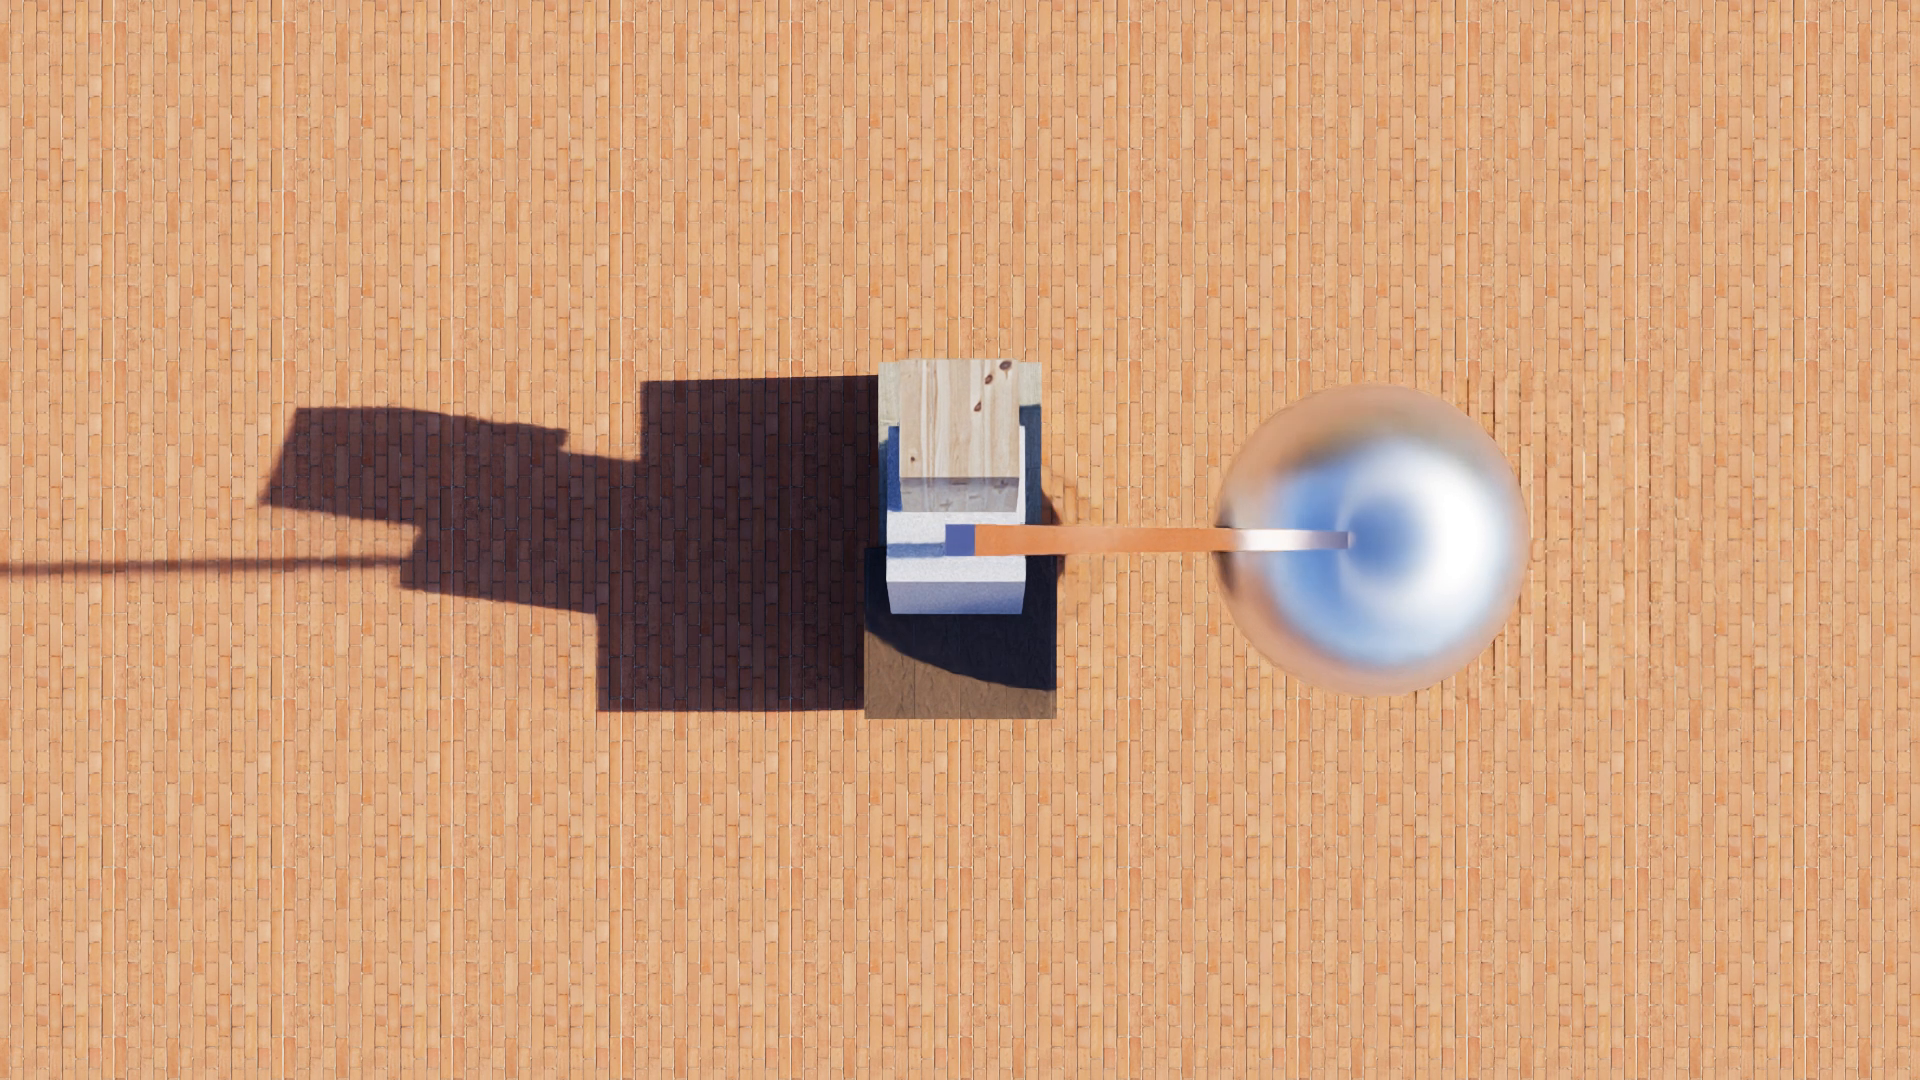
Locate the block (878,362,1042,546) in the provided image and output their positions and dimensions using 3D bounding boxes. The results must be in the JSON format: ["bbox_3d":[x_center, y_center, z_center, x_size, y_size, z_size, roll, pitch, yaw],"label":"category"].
[{"bbox_3d":[0.001,-0.472,12.552,0.897,0.896,1.012,0,90,0],"label":"block"}]

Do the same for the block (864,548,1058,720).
[{"bbox_3d":[0.003,0.511,12.496,1.052,1.009,0.933,0,90,0],"label":"block"}]

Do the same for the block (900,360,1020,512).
[{"bbox_3d":[-0.002,-0.511,11.000,0.580,0.662,0.596,0,76,0],"label":"block"}]

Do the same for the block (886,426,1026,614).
[{"bbox_3d":[-0.019,-0.094,11.631,0.706,0.767,0.824,0,76,0],"label":"block"}]

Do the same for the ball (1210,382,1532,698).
[{"bbox_3d":[2.074,0.000,11.167,1.600,1.600,1.600,0,90,0],"label":"ball"}]

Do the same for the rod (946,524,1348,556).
[{"bbox_3d":[0.899,0.000,7.977,0.080,5.200,0.080,0,90,20],"label":"rod"}]
